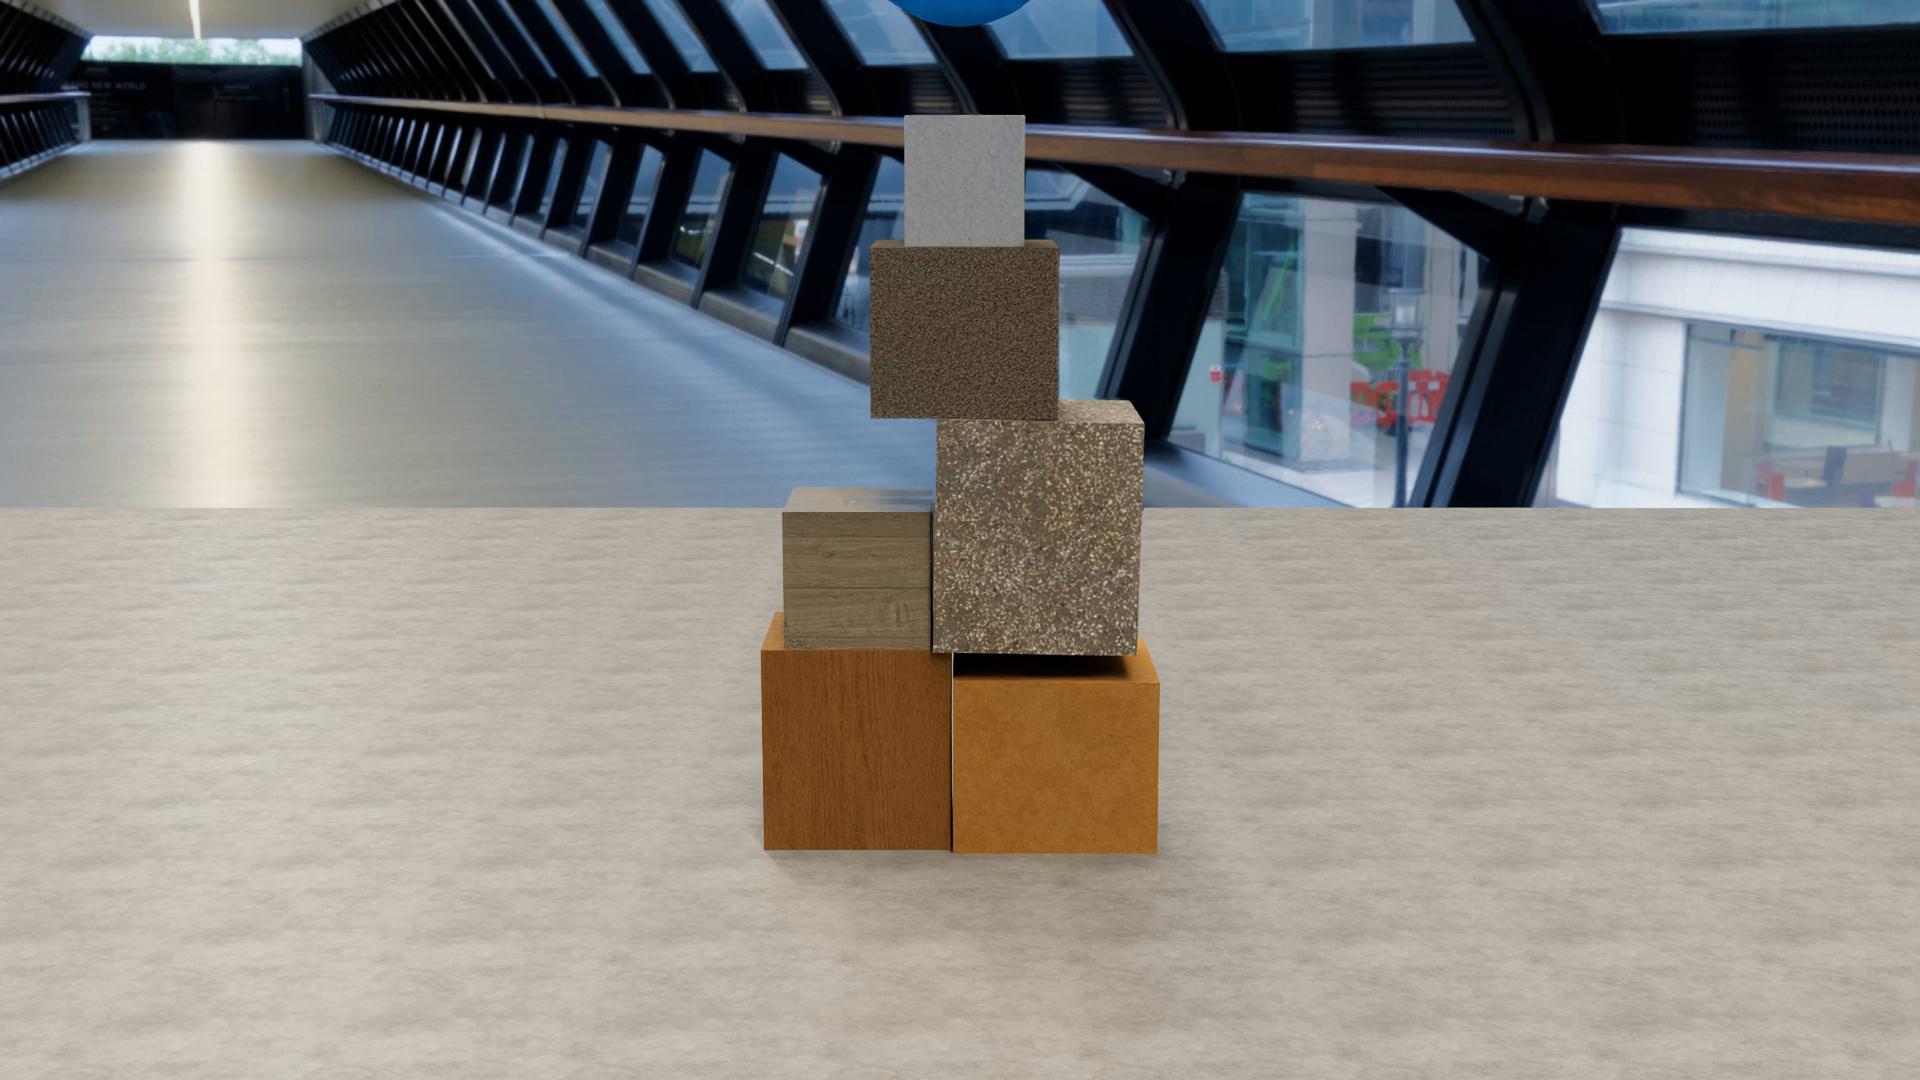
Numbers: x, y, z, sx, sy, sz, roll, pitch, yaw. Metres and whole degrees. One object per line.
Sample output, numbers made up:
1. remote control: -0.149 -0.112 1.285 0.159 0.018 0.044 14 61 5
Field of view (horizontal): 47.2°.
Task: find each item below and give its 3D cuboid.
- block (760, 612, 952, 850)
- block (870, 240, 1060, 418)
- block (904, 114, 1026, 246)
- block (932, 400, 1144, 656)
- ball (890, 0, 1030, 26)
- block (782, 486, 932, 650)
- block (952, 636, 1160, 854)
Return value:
1. block: -0.514 0.968 11.372 0.938 1.026 0.896 0 10 0
2. block: 0.021 -1.070 11.001 0.906 0.820 0.888 0 10 0
3. block: 0.022 -1.776 10.848 0.577 0.623 0.610 0 10 0
4. block: 0.378 -0.089 11.153 1.001 1.148 0.948 1 10 0
5. ball: 0.000 -4.464 15.608 1.600 1.600 1.600 0 10 0
6. block: -0.506 0.131 11.186 0.725 0.688 0.797 0 10 0
7. block: 0.474 1.041 11.388 1.017 0.877 1.019 0 10 0
